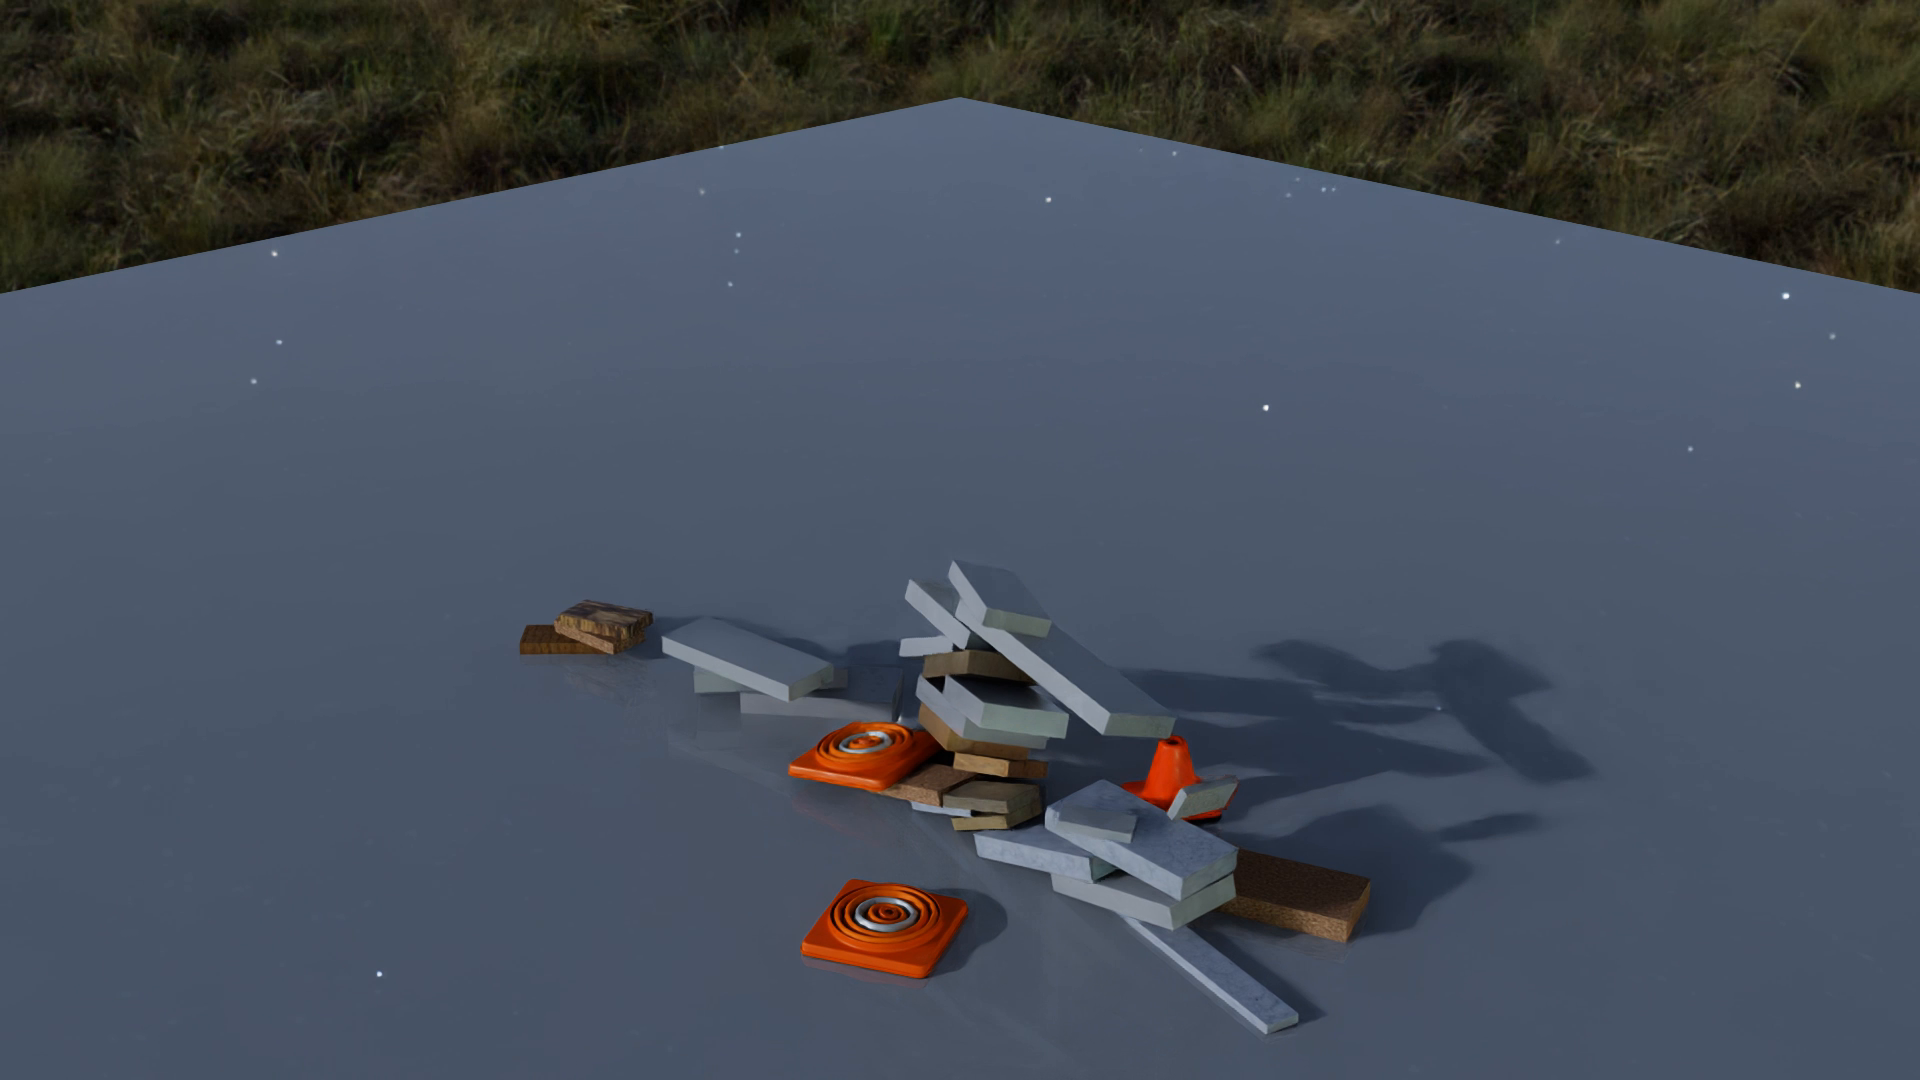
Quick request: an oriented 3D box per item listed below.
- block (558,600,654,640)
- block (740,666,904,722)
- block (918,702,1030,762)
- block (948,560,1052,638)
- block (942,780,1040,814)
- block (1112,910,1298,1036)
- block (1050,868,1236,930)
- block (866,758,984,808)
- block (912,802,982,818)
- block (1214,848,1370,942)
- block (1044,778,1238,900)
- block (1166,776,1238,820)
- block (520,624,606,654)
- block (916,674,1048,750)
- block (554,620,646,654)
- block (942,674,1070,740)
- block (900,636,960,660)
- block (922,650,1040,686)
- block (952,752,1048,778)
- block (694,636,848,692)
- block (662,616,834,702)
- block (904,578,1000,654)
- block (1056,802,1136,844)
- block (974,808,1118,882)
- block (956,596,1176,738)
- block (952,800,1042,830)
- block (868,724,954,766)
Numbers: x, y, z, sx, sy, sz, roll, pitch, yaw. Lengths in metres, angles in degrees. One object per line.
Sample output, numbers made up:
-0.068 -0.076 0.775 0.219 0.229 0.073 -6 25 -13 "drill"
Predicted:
-0.827 0.184 5.125 0.201 0.028 0.100 9 24 31 "block"
-0.307 0.335 4.909 0.337 0.048 0.169 3 23 6 "block"
0.026 0.396 4.598 0.169 0.048 0.337 9 4 -12 "block"
0.079 0.119 4.519 0.141 0.040 0.282 12 16 -19 "block"
0.060 0.503 4.308 0.090 0.026 0.180 -20 12 -42 "block"
0.421 0.747 3.975 0.068 0.019 0.509 -13 26 -29 "block"
0.338 0.638 4.096 0.163 0.046 0.326 -20 18 -35 "block"
-0.072 0.493 4.477 0.117 0.033 0.235 -19 14 -37 "block"
-0.006 0.524 4.425 0.090 0.026 0.180 -19 12 -39 "block"
0.592 0.661 4.145 0.325 0.046 0.162 10 25 23 "block"
0.333 0.550 4.064 0.326 0.046 0.163 24 30 38 "block"
0.454 0.481 4.108 0.137 0.068 0.019 -8 45 -39 "block"
-0.927 0.234 5.174 0.201 0.028 0.100 0 23 -1 "block"
0.039 0.352 4.558 0.170 0.048 0.506 9 4 -12 "block"
-0.844 0.212 5.152 0.201 0.028 0.100 18 29 36 "block"
0.086 0.326 4.336 0.170 0.048 0.339 9 4 -13 "block"
-0.010 0.239 4.746 0.141 0.040 0.282 10 -8 -24 "block"
0.050 0.270 4.576 0.170 0.048 0.339 9 -7 -15 "block"
0.085 0.461 4.492 0.117 0.033 0.235 7 -4 22 "block"
-0.422 0.277 4.923 0.338 0.048 0.169 -1 23 -3 "block"
-0.471 0.260 4.851 0.388 0.040 0.141 18 28 36 "block"
0.021 0.168 4.656 0.162 0.046 0.325 10 14 -27 "block"
0.251 0.519 4.034 0.137 0.019 0.068 10 24 9 "block"
0.196 0.581 4.222 0.163 0.046 0.326 -19 14 -38 "block"
0.201 0.247 4.363 0.162 0.046 0.556 6 18 -35 "block"
0.072 0.545 4.347 0.090 0.026 0.180 -19 4 -36 "block"
-0.062 0.451 4.656 0.235 0.033 0.117 10 25 22 "block"
